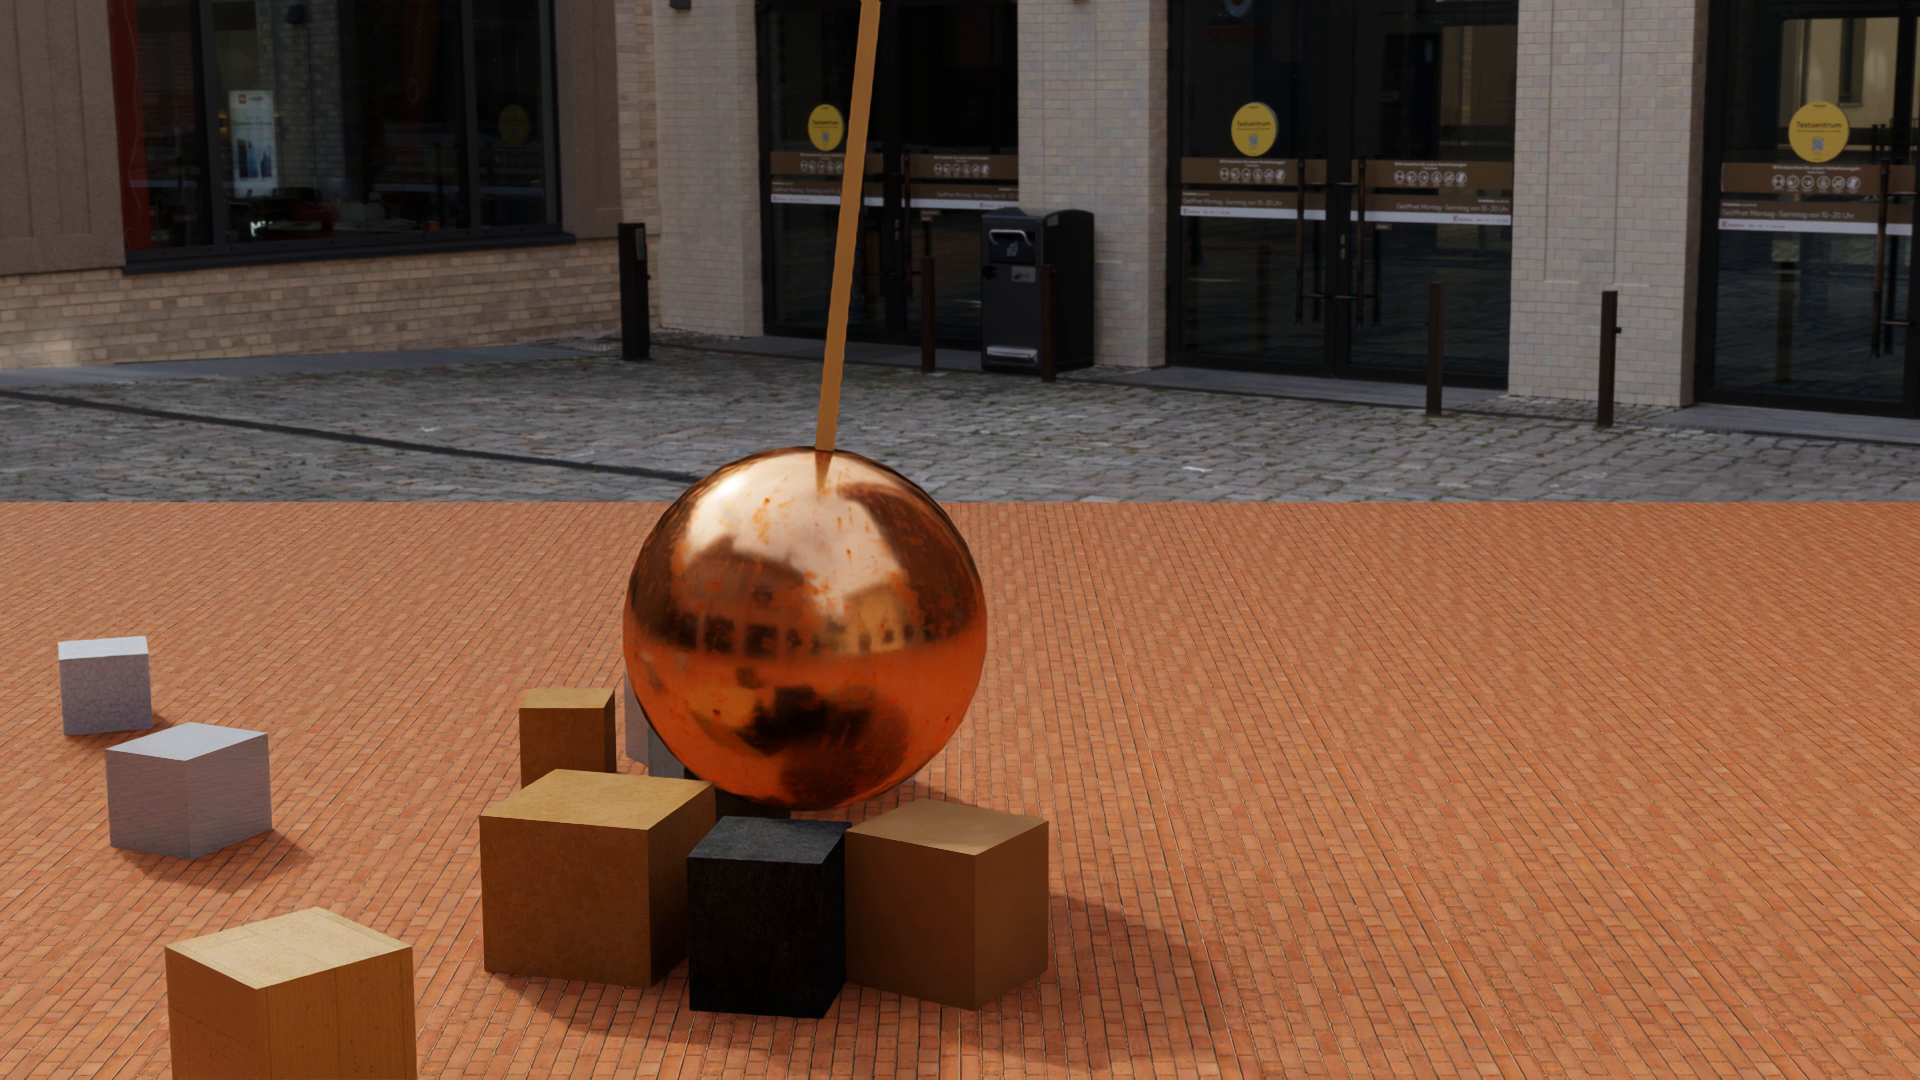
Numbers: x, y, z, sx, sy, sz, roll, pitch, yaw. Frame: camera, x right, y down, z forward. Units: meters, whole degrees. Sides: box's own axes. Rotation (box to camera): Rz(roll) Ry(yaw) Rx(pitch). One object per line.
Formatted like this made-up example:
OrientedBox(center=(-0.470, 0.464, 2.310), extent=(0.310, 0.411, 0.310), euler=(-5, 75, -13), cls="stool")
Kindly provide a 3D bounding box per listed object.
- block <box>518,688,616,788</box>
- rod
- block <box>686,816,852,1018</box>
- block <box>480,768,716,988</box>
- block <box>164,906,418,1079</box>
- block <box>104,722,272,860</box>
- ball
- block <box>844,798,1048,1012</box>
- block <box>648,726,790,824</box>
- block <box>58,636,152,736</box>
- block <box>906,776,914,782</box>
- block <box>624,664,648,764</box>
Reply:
OrientedBox(center=(-1.963, 1.000, 12.867), extent=(0.418, 0.428, 0.409), euler=(0, 10, 0), cls="block")
OrientedBox(center=(-0.293, -2.935, 10.647), extent=(0.080, 5.200, 0.080), euler=(6, 10, -1), cls="rod")
OrientedBox(center=(-0.726, 1.447, 9.909), extent=(0.518, 0.607, 0.551), euler=(2, 10, 9), cls="block")
OrientedBox(center=(-1.445, 1.350, 10.350), extent=(0.711, 0.640, 0.710), euler=(3, 11, 16), cls="block")
OrientedBox(center=(-2.254, 1.667, 8.665), extent=(0.593, 0.620, 0.584), euler=(10, 14, 44), cls="block")
OrientedBox(center=(-3.572, 1.157, 11.901), extent=(0.475, 0.465, 0.553), euler=(5, 11, 25), cls="block")
OrientedBox(center=(-0.677, 0.388, 11.251), extent=(1.600, 1.600, 1.600), euler=(0, 10, 0), cls="ball")
OrientedBox(center=(-0.049, 1.416, 10.058), extent=(0.599, 0.616, 0.543), euler=(7, 12, 32), cls="block")
OrientedBox(center=(-1.131, 1.125, 12.029), extent=(0.518, 0.483, 0.516), euler=(-5, 11, -25), cls="block")
OrientedBox(center=(-4.679, 0.792, 14.044), extent=(0.458, 0.417, 0.460), euler=(-4, 11, -19), cls="block")
OrientedBox(center=(-0.748, 0.836, 12.815), extent=(0.711, 0.770, 0.749), euler=(9, 14, 42), cls="block")
OrientedBox(center=(-1.337, 0.866, 13.272), extent=(0.577, 0.548, 0.570), euler=(-8, 13, -38), cls="block")
